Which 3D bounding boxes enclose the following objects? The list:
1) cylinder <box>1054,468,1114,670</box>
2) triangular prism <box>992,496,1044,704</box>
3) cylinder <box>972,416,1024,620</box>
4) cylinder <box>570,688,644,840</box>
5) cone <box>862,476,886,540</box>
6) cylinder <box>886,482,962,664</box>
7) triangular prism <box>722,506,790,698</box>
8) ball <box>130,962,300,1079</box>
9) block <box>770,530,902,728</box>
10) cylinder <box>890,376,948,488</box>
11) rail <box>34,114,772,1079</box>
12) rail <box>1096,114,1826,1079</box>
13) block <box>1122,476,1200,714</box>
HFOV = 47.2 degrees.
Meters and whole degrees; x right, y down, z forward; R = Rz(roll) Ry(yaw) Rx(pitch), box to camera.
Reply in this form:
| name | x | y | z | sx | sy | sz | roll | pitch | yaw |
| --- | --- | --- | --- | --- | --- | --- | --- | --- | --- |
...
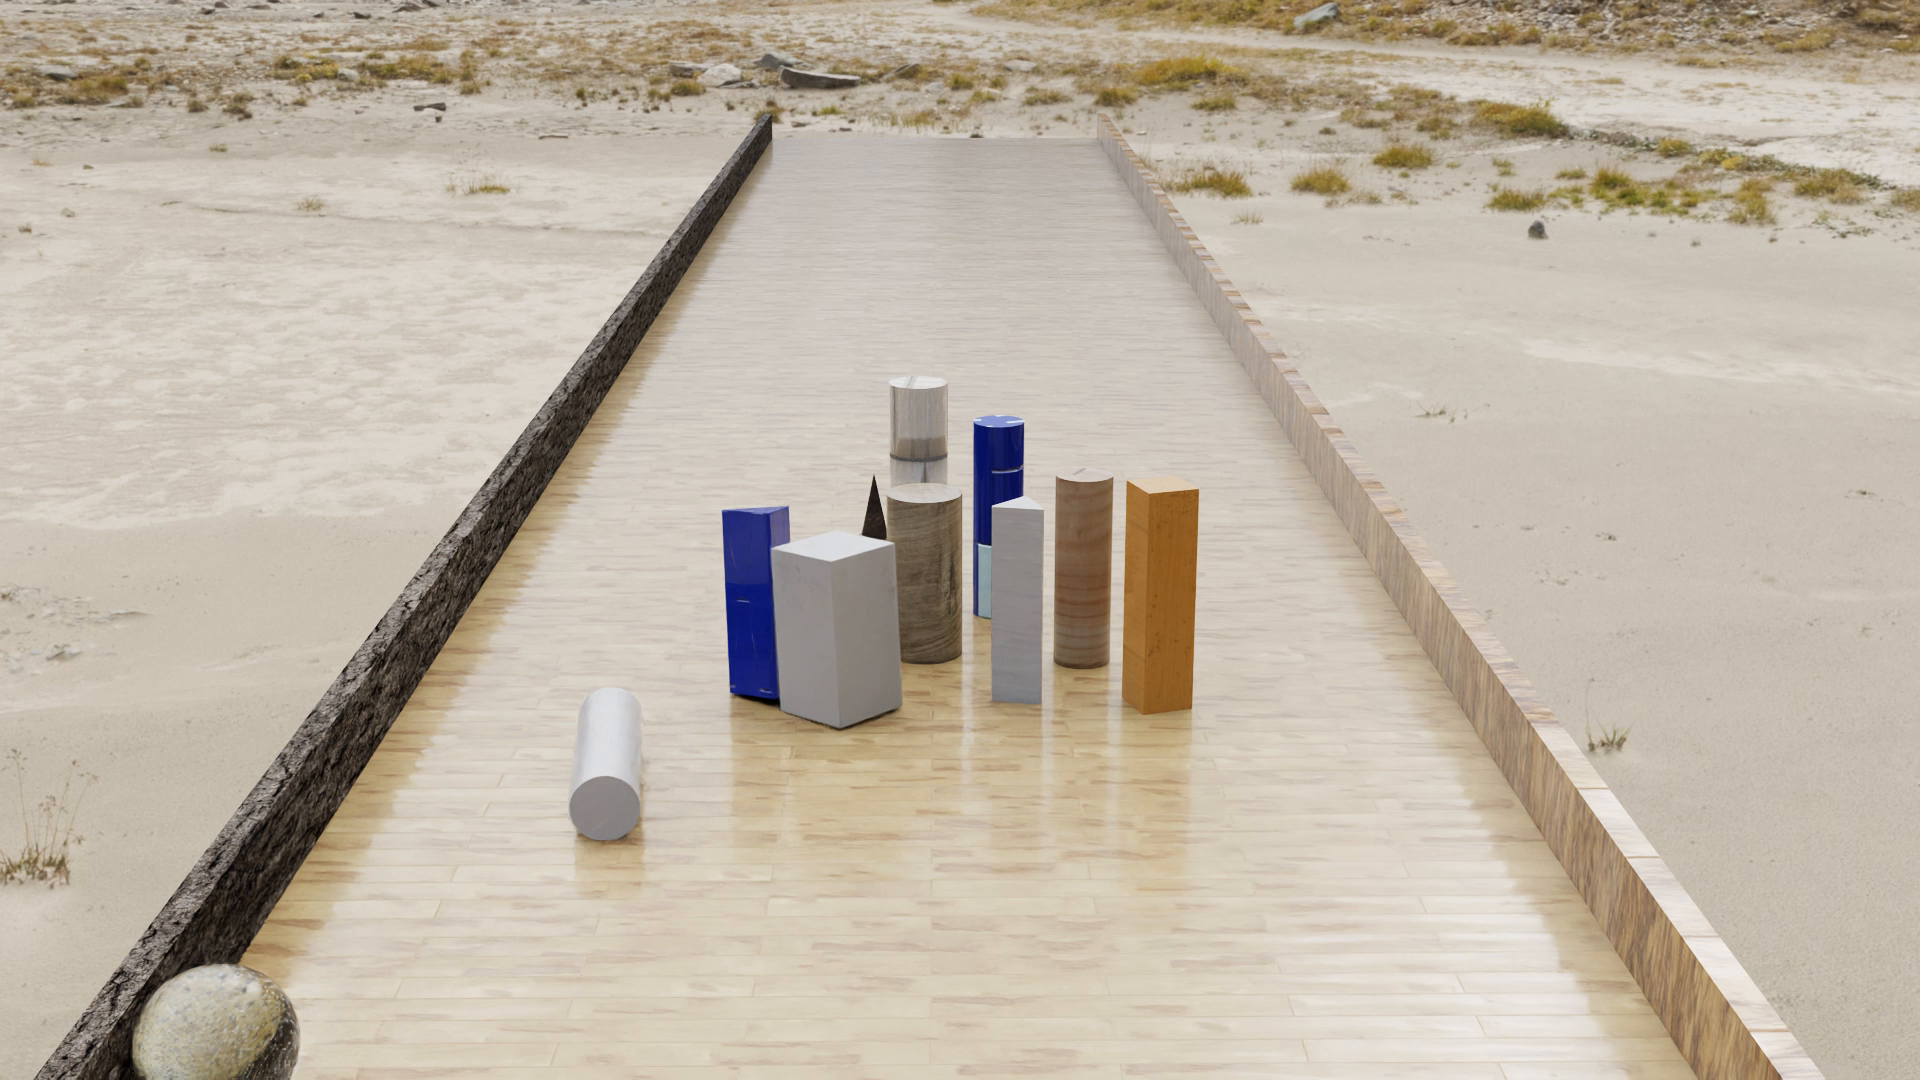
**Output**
| name | x | y | z | sx | sy | sz | roll | pitch | yaw |
| --- | --- | --- | --- | --- | --- | --- | --- | --- | --- |
| cylinder | 0.244 | 0.056 | 4.363 | 0.114 | 0.385 | 0.114 | 0 | 17 | 0 |
| triangular prism | 0.116 | 0.113 | 4.173 | 0.097 | 0.384 | 0.084 | 4 | 17 | 12 |
| cylinder | 0.081 | -0.047 | 4.651 | 0.107 | 0.419 | 0.107 | 0 | 17 | 0 |
| cylinder | -0.601 | 0.376 | 3.758 | 0.114 | 0.114 | 0.413 | -2 | 17 | -7 |
| cone | -0.181 | 0.006 | 4.660 | 0.127 | 0.311 | 0.127 | 0 | 17 | 0 |
| cylinder | -0.071 | 0.067 | 4.415 | 0.151 | 0.335 | 0.151 | 0 | 17 | 0 |
| triangular prism | -0.363 | 0.115 | 4.208 | 0.129 | 0.352 | 0.111 | 4 | 9 | 42 |
| ball | -0.930 | 0.631 | 2.751 | 0.201 | 0.201 | 0.201 | 0 | 17 | 0 |
| block | -0.229 | 0.164 | 4.105 | 0.162 | 0.317 | 0.162 | 11 | 20 | 43 |
| cylinder | -0.091 | -0.125 | 4.849 | 0.128 | 0.455 | 0.128 | 0 | 17 | 0 |
| rail | -1.118 | -0.838 | 7.780 | 0.050 | 0.150 | 12.000 | 0 | 17 | -1 |
| rail | 0.932 | -0.844 | 7.801 | 0.050 | 0.150 | 12.000 | 0 | 17 | -1 |
| block | 0.374 | 0.104 | 4.123 | 0.101 | 0.431 | 0.101 | -6 | 18 | -19 |
